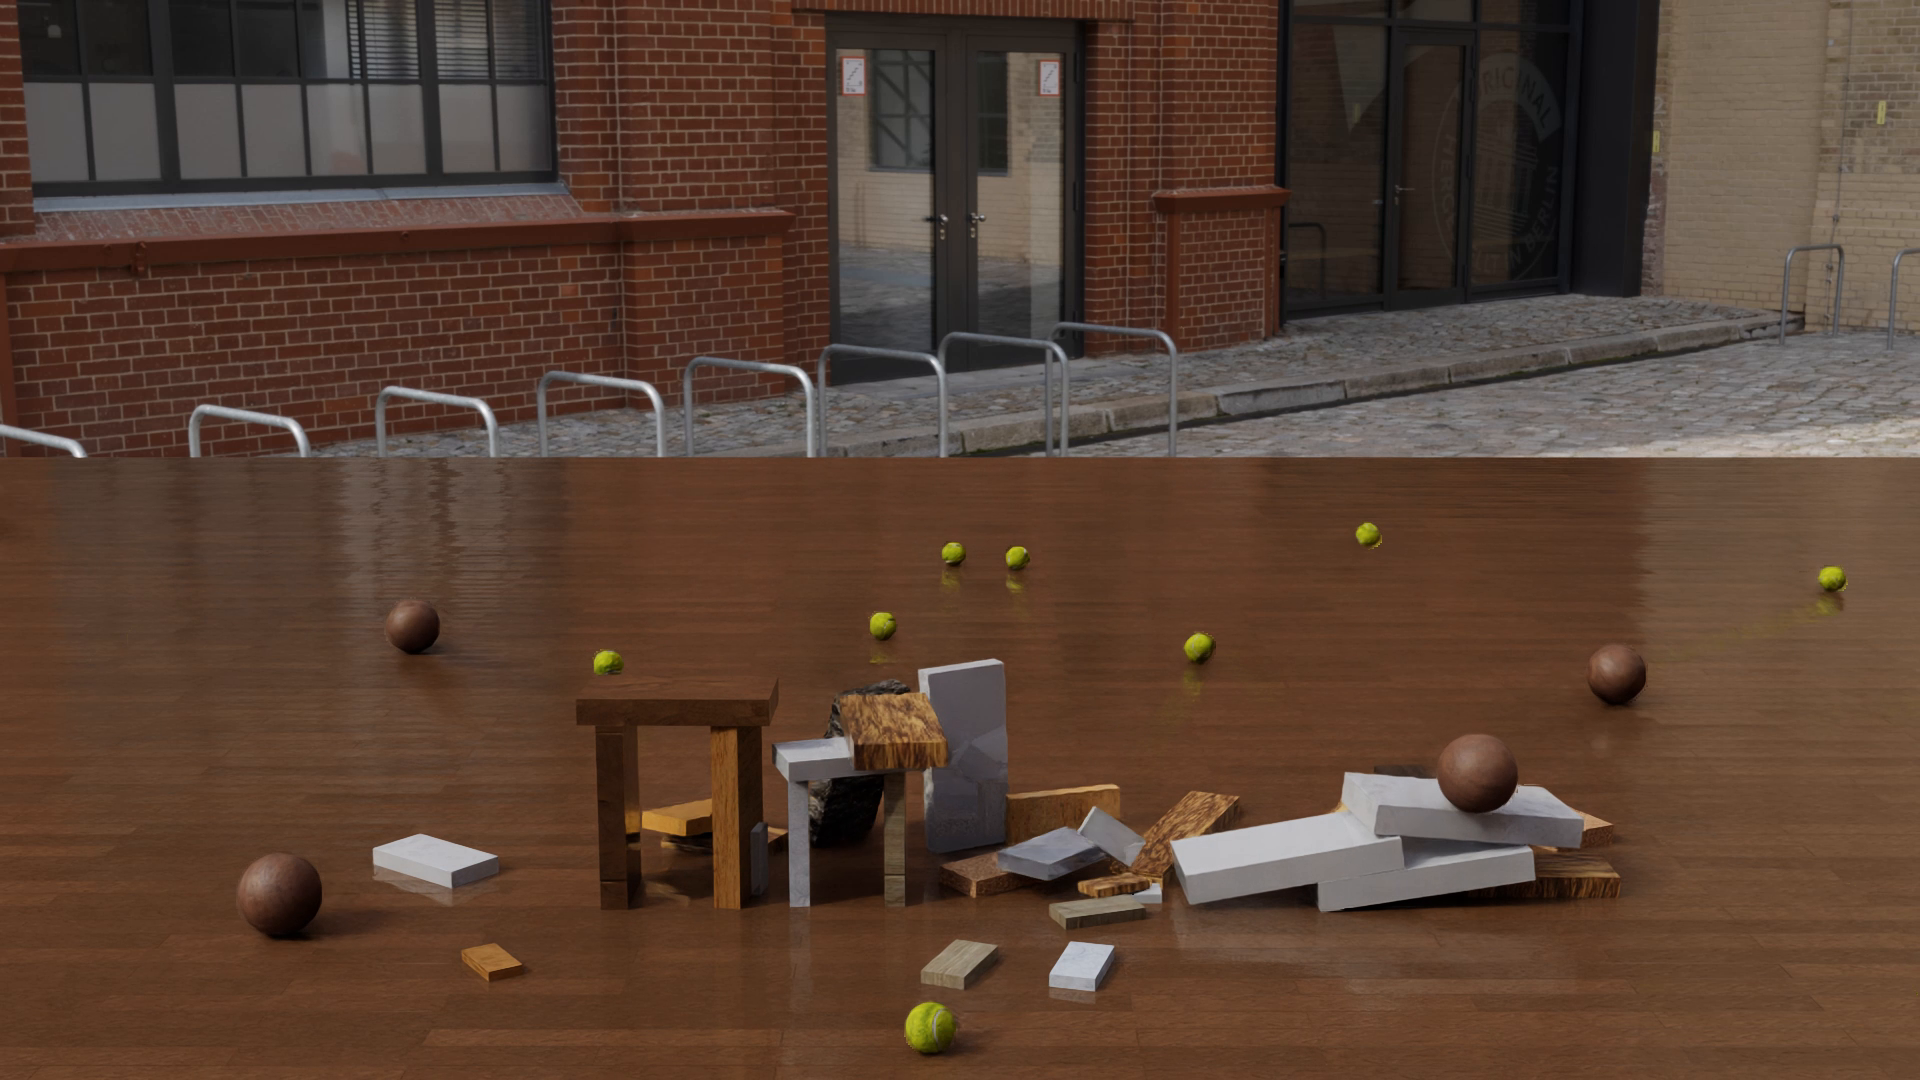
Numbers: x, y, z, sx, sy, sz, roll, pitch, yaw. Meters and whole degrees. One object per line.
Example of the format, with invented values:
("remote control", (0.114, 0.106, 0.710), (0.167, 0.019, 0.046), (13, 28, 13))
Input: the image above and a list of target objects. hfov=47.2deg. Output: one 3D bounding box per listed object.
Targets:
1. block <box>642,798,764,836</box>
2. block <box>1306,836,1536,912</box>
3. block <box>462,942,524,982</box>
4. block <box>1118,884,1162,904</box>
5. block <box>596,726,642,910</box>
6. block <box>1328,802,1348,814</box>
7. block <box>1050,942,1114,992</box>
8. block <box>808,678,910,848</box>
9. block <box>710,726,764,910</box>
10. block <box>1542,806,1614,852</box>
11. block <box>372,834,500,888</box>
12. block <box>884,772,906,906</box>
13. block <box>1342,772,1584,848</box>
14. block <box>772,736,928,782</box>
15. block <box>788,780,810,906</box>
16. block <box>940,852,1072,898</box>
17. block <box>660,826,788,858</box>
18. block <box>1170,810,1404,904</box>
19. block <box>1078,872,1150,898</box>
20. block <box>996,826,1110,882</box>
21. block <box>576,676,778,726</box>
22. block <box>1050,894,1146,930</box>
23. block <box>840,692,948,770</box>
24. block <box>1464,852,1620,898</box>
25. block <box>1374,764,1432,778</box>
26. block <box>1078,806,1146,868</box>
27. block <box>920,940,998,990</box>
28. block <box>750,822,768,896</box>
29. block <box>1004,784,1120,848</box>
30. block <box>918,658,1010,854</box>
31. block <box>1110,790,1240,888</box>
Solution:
("block", (-0.457, 0.492, 3.917), (0.103, 0.029, 0.206), (6, 5, 35))
("block", (0.756, 0.540, 3.667), (0.356, 0.050, 0.178), (-8, 11, -1))
("block", (-0.712, 0.642, 3.346), (0.054, 0.015, 0.109), (-7, 13, -33))
("block", (0.279, 0.586, 3.649), (0.108, 0.015, 0.054), (0, 11, 0))
("block", (-0.564, 0.438, 3.639), (0.044, 0.311, 0.155), (0, 11, 0))
("block", (0.766, 0.489, 4.066), (0.095, 0.027, 0.189), (8, 21, 35))
("block", (0.185, 0.644, 3.325), (0.070, 0.020, 0.139), (3, 11, 16))
("block", (-0.188, 0.397, 3.909), (0.042, 0.295, 0.148), (32, 28, 34))
("block", (-0.368, 0.436, 3.646), (0.044, 0.310, 0.155), (2, 11, 9))
("block", (1.054, 0.509, 4.007), (0.126, 0.036, 0.251), (-5, 12, -26))
("block", (-0.904, 0.552, 3.792), (0.206, 0.029, 0.103), (8, 13, 36))
("block", (-0.107, 0.477, 3.642), (0.033, 0.232, 0.116), (0, 11, 0))
("block", (0.838, 0.452, 3.680), (0.355, 0.050, 0.178), (5, 10, -8))
("block", (-0.180, 0.352, 3.585), (0.232, 0.033, 0.116), (-4, 12, -18))
("block", (-0.268, 0.477, 3.644), (0.033, 0.232, 0.116), (-1, 11, -5))
("block", (0.078, 0.561, 3.743), (0.206, 0.029, 0.103), (-8, 13, -36))
("block", (-0.416, 0.531, 3.909), (0.206, 0.029, 0.103), (5, 12, 25))
("block", (0.540, 0.522, 3.654), (0.356, 0.050, 0.178), (-10, 11, -1))
("block", (0.254, 0.571, 3.633), (0.108, 0.015, 0.054), (-4, 9, -34))
("block", (0.164, 0.532, 3.732), (0.103, 0.029, 0.206), (9, 10, 34))
("block", (-0.460, 0.263, 3.608), (0.310, 0.044, 0.155), (0, 11, 1))
("block", (0.222, 0.601, 3.556), (0.139, 0.020, 0.070), (-4, 11, -20))
("block", (-0.112, 0.311, 3.600), (0.148, 0.042, 0.295), (-1, 11, -8))
("block", (0.969, 0.565, 3.708), (0.251, 0.036, 0.126), (0, 11, 1))
("block", (0.865, 0.473, 4.228), (0.095, 0.027, 0.189), (-1, 11, -3))
("block", (0.256, 0.500, 3.709), (0.108, 0.054, 0.015), (35, -7, -12))
("block", (0.000, 0.642, 3.333), (0.070, 0.020, 0.139), (4, 11, 22))
("block", (-0.336, 0.533, 3.679), (0.015, 0.109, 0.054), (2, 11, 9))
("block", (0.182, 0.495, 3.893), (0.206, 0.103, 0.029), (-4, 9, -19))
("block", (0.009, 0.382, 3.887), (0.148, 0.325, 0.042), (-7, 11, -25))
("block", (0.388, 0.530, 3.921), (0.095, 0.027, 0.472), (4, 11, 22))
